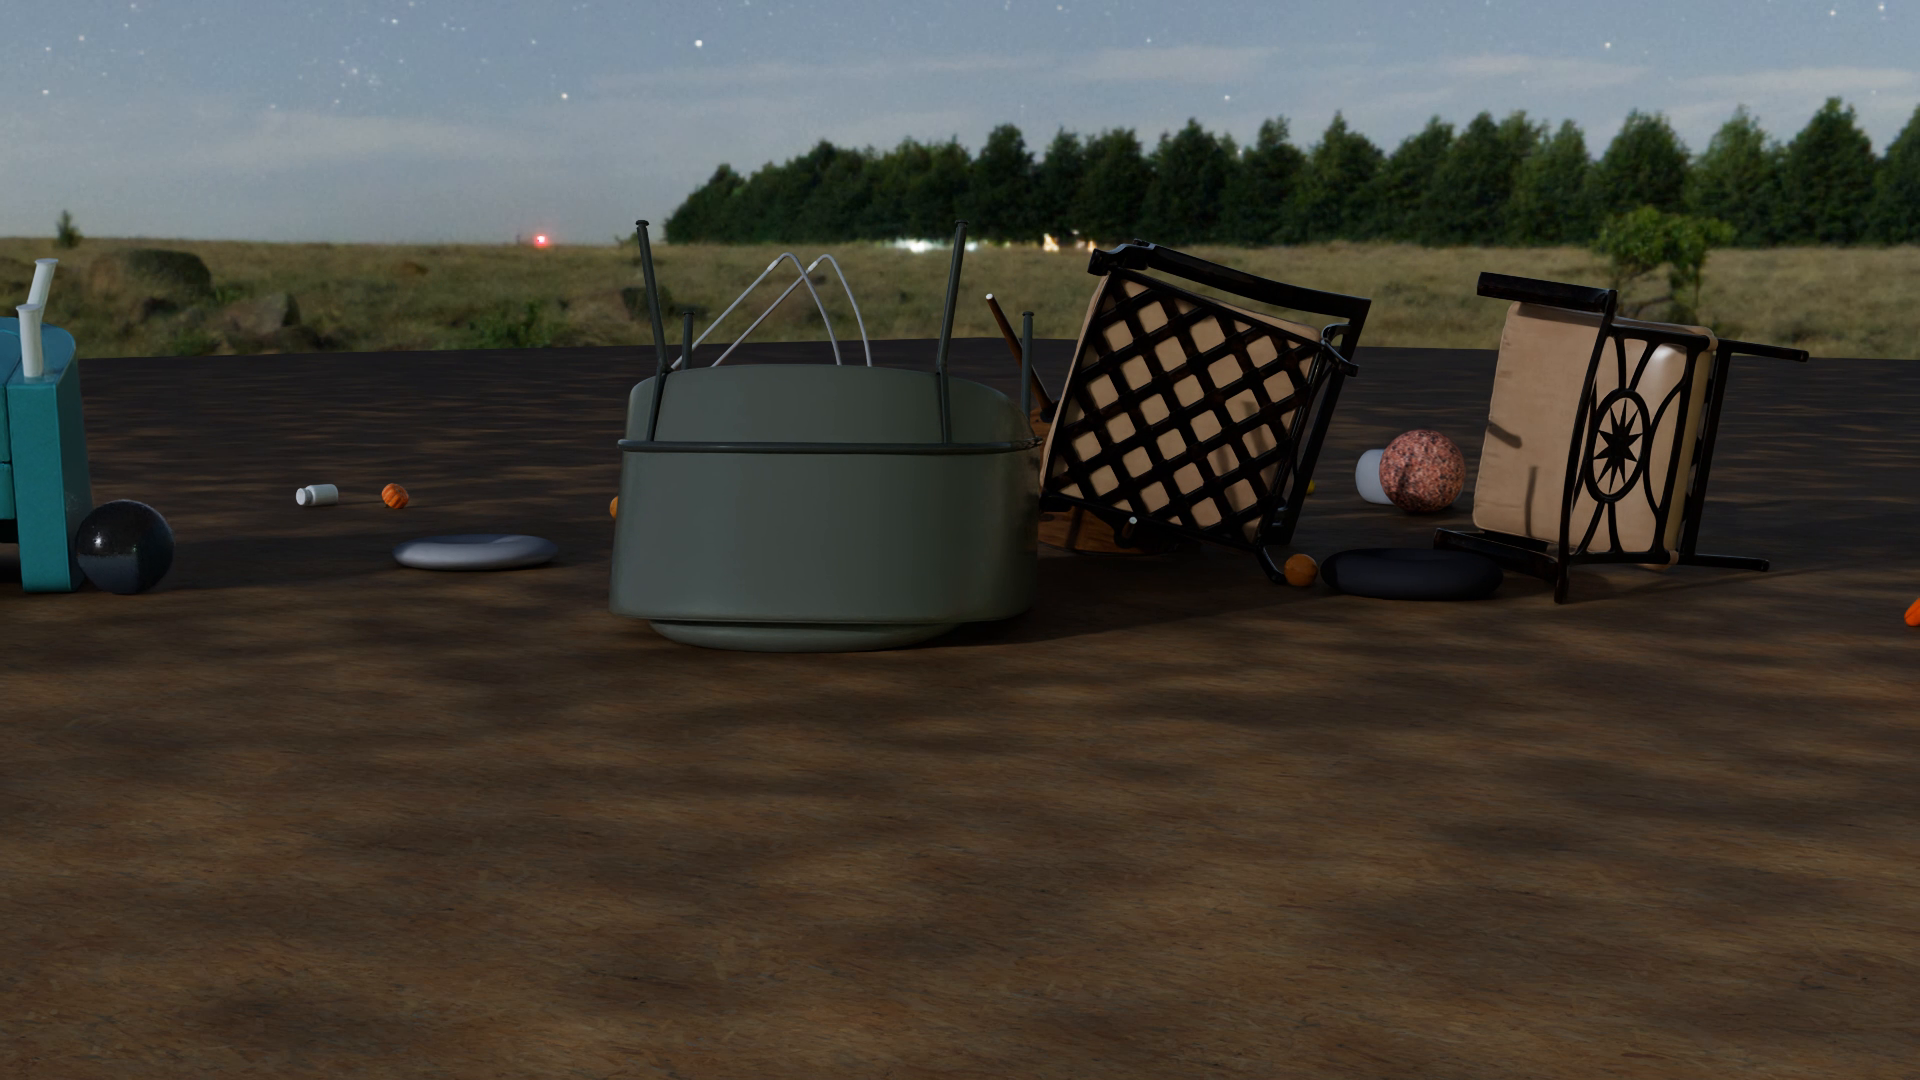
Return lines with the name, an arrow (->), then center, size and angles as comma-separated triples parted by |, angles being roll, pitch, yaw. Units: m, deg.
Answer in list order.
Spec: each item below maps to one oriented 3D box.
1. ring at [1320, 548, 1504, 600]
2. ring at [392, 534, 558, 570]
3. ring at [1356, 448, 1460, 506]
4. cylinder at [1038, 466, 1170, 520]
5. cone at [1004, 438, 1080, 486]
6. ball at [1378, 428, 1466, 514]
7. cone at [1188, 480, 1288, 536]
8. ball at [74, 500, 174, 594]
ring -> 0.940, 0.070, 5.348 | 0.358, 0.082, 0.402 | -3, 6, -29
ring -> -1.109, 0.027, 5.870 | 0.373, 0.059, 0.378 | 3, 6, 32
ring -> 1.296, -0.180, 7.406 | 0.218, 0.157, 0.387 | -1, 4, -34
cylinder -> 0.391, -0.129, 6.975 | 0.309, 0.131, 0.193 | 3, -15, 27
cone -> 0.235, -0.207, 8.056 | 0.234, 0.158, 0.238 | -21, 9, -13
ball -> 1.280, -0.190, 7.107 | 0.236, 0.236, 0.236 | 0, 6, 0
cone -> 0.720, -0.054, 6.611 | 0.258, 0.164, 0.114 | 7, -29, 13
ball -> -1.730, 0.014, 5.313 | 0.197, 0.197, 0.197 | 0, 6, 0
